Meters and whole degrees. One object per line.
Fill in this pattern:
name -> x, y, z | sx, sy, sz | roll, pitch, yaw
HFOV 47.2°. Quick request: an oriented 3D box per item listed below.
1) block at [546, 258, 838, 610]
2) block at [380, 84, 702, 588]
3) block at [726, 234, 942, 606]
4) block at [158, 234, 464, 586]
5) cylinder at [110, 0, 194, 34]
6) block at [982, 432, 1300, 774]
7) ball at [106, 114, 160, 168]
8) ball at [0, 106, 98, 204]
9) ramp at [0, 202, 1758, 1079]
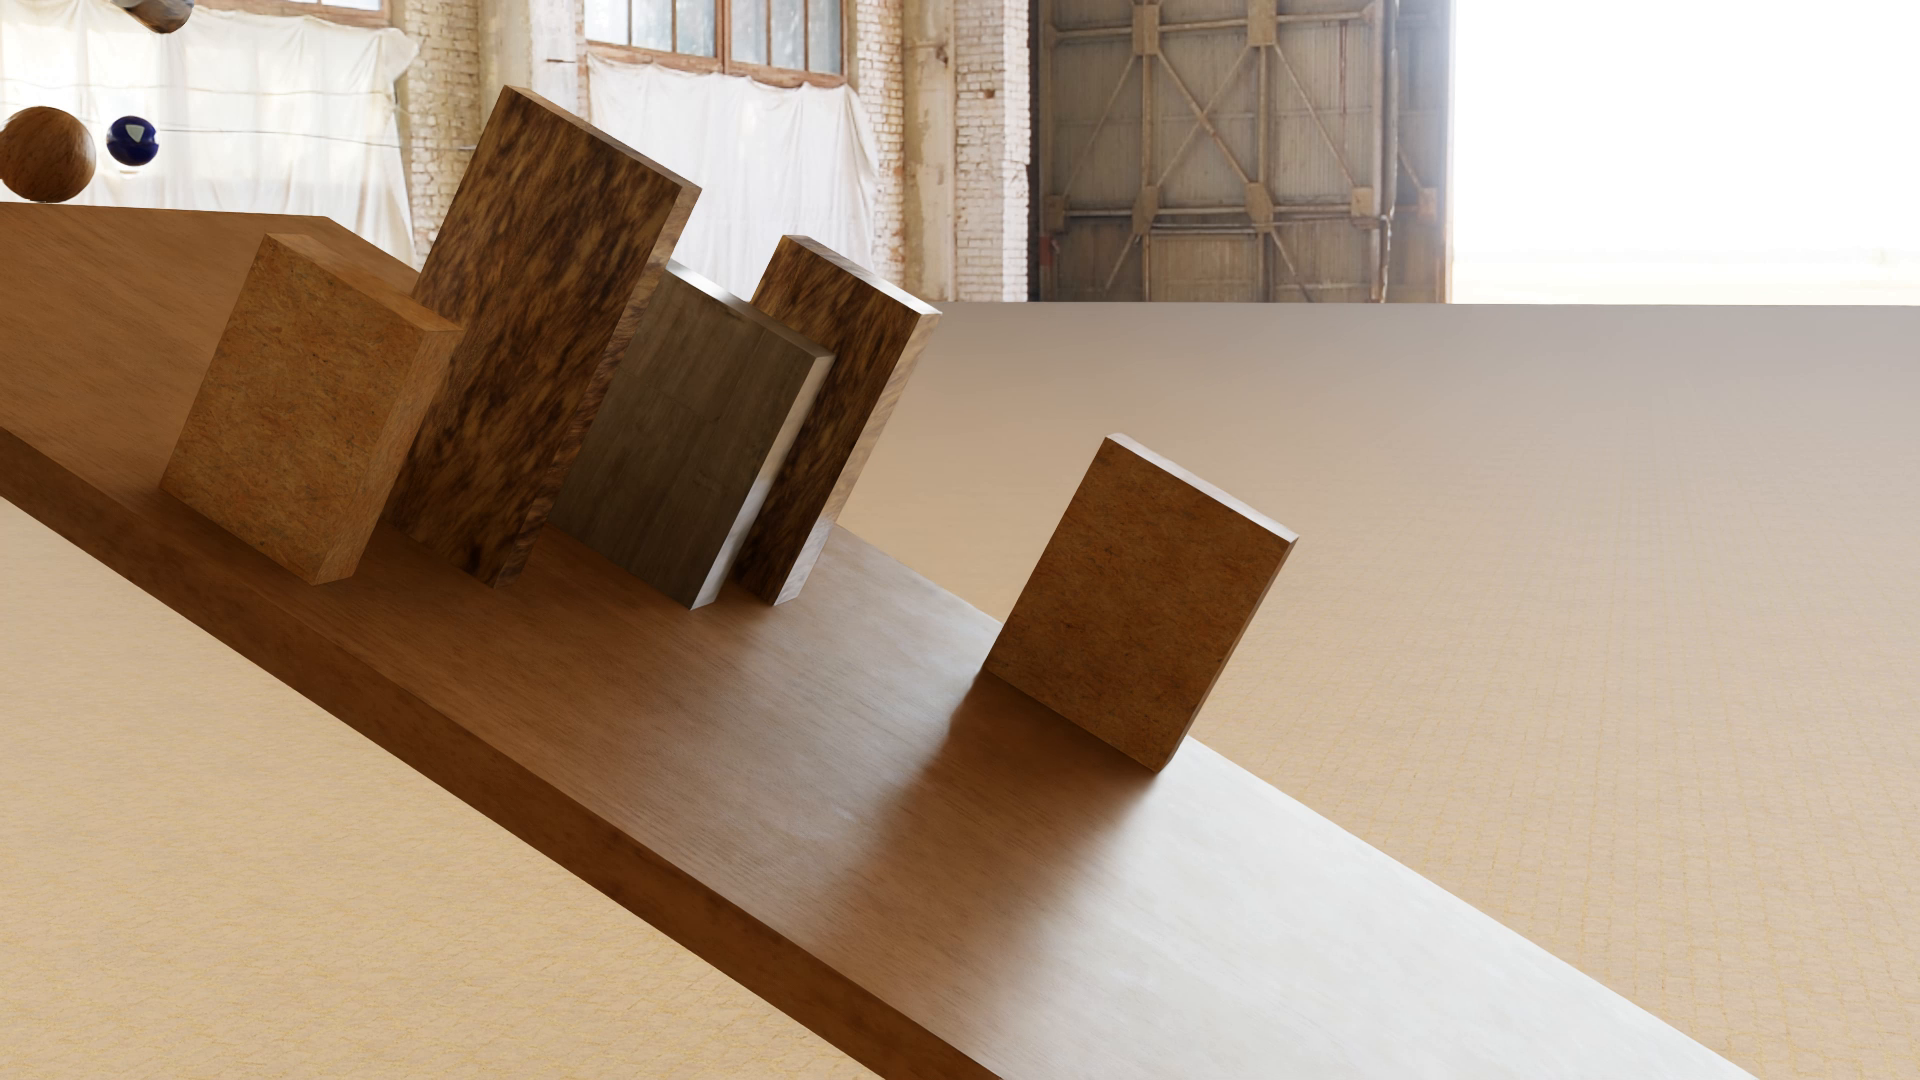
block -> -0.537, -0.207, 4.187 | 0.396, 0.545, 0.112 | 31, 14, 12
block -> -0.770, -0.343, 3.766 | 0.364, 0.772, 0.084 | 31, 14, 12
block -> -0.342, -0.241, 4.427 | 0.326, 0.664, 0.134 | 31, 14, 12
block -> -1.026, -0.207, 3.468 | 0.314, 0.452, 0.111 | 31, 14, 12
cylinder -> -1.535, -1.035, 4.166 | 0.114, 0.114, 0.114 | 2, -12, 17
block -> 0.380, 0.130, 4.661 | 0.441, 0.567, 0.136 | 31, 14, 12
ball -> -1.818, -0.877, 4.832 | 0.113, 0.113, 0.113 | 0, 7, 0
ball -> -1.884, -0.793, 4.530 | 0.200, 0.200, 0.200 | 0, 7, 0
ramp -> -0.213, 0.353, 4.143 | 4.000, 0.100, 2.000 | 31, 14, 12
